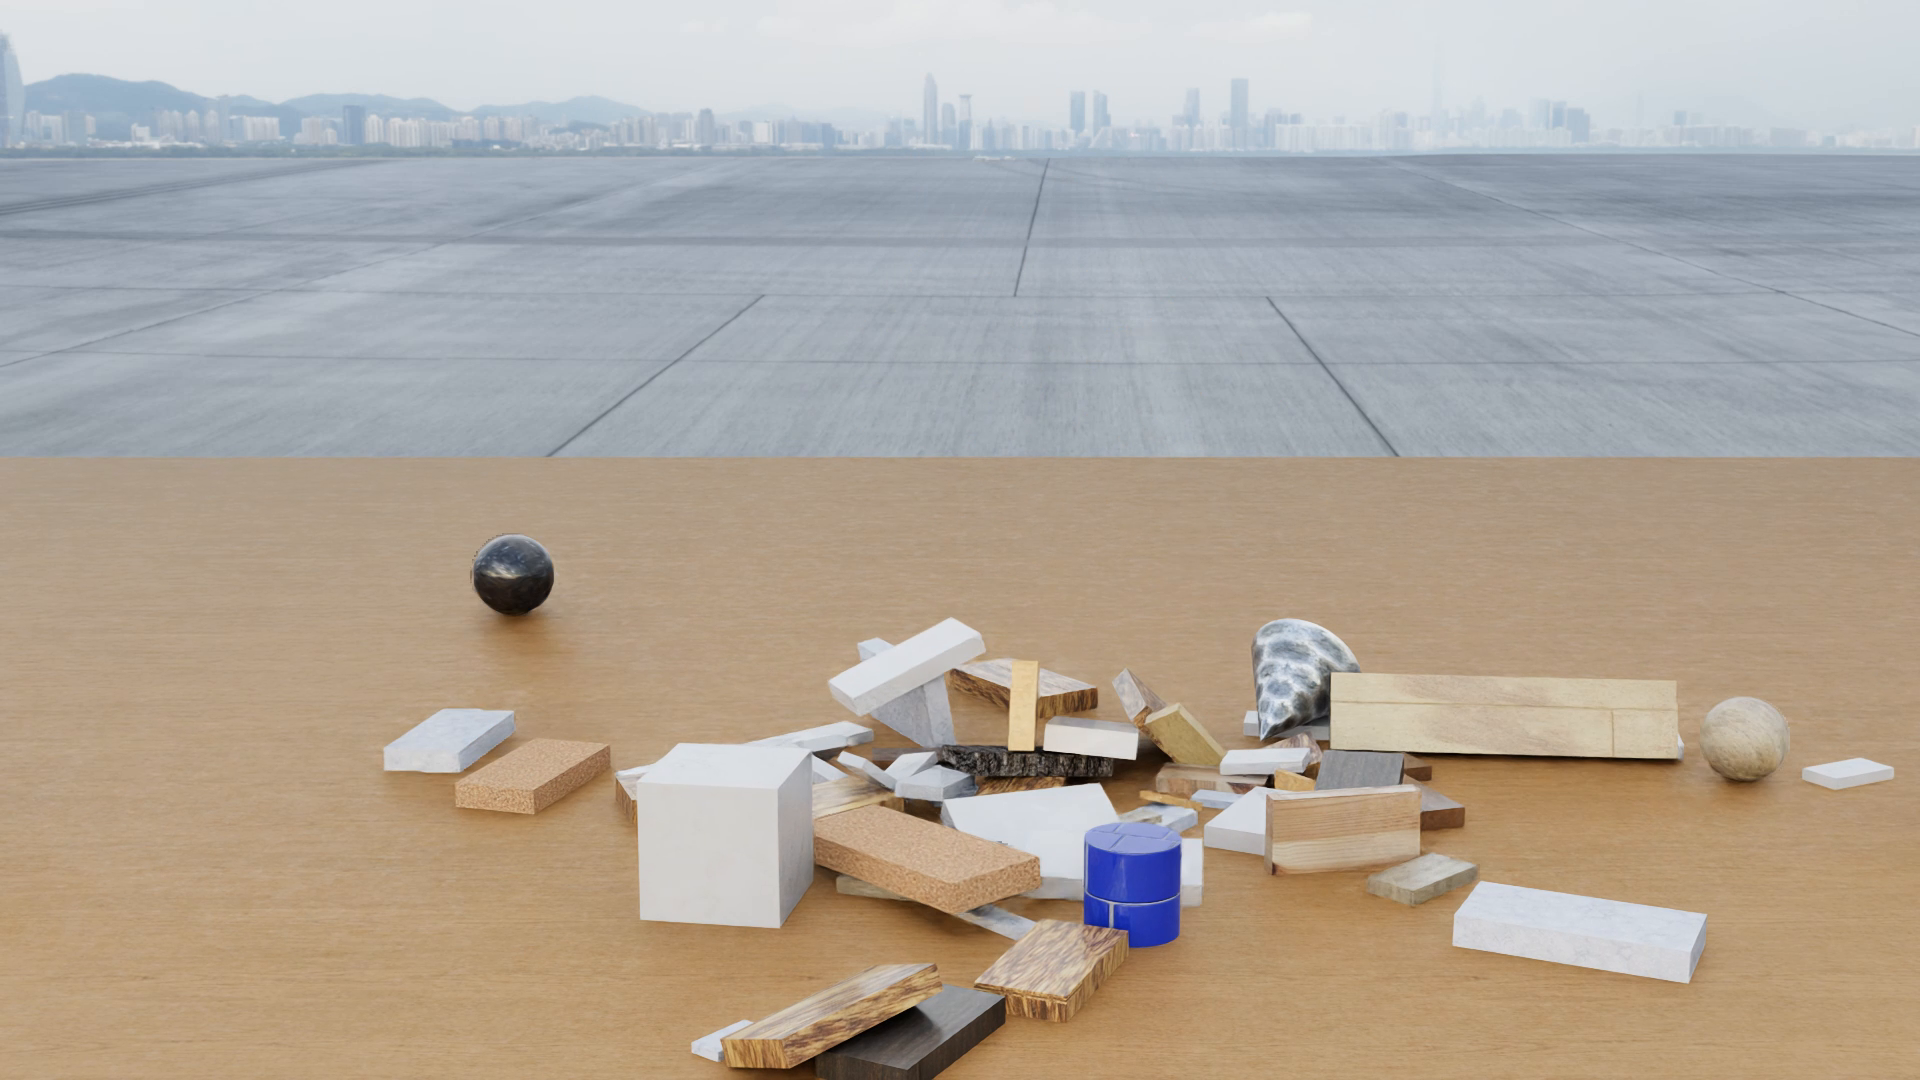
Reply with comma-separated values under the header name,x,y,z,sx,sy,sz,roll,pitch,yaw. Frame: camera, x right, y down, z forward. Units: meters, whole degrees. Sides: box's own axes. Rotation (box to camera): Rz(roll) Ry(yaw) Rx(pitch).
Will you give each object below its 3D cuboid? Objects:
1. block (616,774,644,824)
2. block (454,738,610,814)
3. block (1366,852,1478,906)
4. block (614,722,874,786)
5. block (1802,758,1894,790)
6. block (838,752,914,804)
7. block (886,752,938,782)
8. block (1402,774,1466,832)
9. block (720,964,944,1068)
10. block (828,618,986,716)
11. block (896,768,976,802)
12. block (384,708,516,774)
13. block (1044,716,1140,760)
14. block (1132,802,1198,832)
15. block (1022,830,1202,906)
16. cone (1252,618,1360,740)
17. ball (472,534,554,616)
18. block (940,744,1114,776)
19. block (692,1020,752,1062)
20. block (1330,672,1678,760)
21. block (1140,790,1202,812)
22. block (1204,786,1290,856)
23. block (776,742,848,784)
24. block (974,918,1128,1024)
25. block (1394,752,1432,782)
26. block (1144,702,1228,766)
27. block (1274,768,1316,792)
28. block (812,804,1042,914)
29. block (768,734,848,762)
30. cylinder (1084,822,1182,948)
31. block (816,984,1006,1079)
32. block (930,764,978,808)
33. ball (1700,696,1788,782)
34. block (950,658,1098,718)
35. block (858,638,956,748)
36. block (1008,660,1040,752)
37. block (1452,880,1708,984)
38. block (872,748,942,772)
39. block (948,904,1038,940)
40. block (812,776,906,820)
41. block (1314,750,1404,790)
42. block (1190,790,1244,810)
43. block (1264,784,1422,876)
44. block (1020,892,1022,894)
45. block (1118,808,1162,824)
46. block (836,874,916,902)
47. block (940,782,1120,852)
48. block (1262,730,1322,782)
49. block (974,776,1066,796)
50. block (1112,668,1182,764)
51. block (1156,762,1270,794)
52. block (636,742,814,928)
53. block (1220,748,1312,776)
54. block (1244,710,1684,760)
name,x,y,z,sx,sy,sz,roll,pitch,yaw
block,-0.474,0.475,4.160,0.327,0.046,0.163,-4,11,-19
block,-0.824,0.455,4.268,0.163,0.046,0.327,3,11,16
block,0.779,0.570,3.703,0.186,0.026,0.093,-10,14,-43
block,-0.426,0.436,4.429,0.574,0.026,0.091,-9,15,-41
block,1.743,0.458,4.316,0.161,0.023,0.081,-5,12,-27
block,-0.155,0.443,4.105,0.074,0.021,0.149,12,-22,49
block,-0.108,0.452,4.252,0.074,0.021,0.148,-8,15,27
block,0.817,0.486,4.122,0.134,0.038,0.268,-3,11,-18
block,-0.175,0.654,3.031,0.283,0.040,0.142,-17,2,-42
block,-0.108,0.256,4.473,0.295,0.042,0.148,-27,20,-17
block,-0.045,0.457,4.104,0.093,0.026,0.185,4,3,19
block,-1.045,0.410,4.517,0.157,0.044,0.314,2,11,9
block,0.266,0.391,4.364,0.177,0.050,0.354,5,-1,6
block,0.342,0.517,3.989,0.093,0.026,0.186,8,13,37
block,0.257,0.548,3.680,0.295,0.042,0.148,2,23,5
cone,0.672,0.338,4.566,0.250,0.250,0.250,7,39,32
ball,-1.172,0.091,5.776,0.212,0.212,0.212,0,11,0
block,0.130,0.428,4.261,0.298,0.042,0.149,4,0,-27
block,-0.318,0.696,3.058,0.052,0.015,0.103,8,13,38
block,1.100,0.358,4.471,0.687,0.157,0.044,1,-10,6
block,0.393,0.484,4.085,0.110,0.016,0.055,17,-7,-38
block,0.555,0.510,3.997,0.134,0.038,0.268,5,12,27
block,-0.286,0.439,4.241,0.148,0.021,0.074,29,13,13
block,0.140,0.640,3.287,0.142,0.040,0.283,4,11,22
block,0.808,0.454,4.320,0.208,0.029,0.104,-4,11,-19
block,0.443,0.389,4.292,0.081,0.161,0.023,-27,28,34
block,0.638,0.472,4.152,0.016,0.055,0.110,-7,13,-34
block,-0.081,0.527,3.673,0.177,0.050,0.472,-11,11,-35
block,-0.324,0.425,4.358,0.182,0.026,0.091,-7,-21,-34
cylinder,0.273,0.545,3.487,0.154,0.154,0.154,0,11,0
block,-0.065,0.686,3.043,0.142,0.040,0.284,6,12,28
block,-0.026,0.472,4.235,0.093,0.026,0.185,-3,11,-14
ball,1.533,0.389,4.300,0.165,0.165,0.165,0,11,0
block,0.140,0.330,4.937,0.168,0.048,0.336,-7,13,-33
block,-0.114,0.325,4.622,0.048,0.168,0.336,-16,16,-23
block,0.129,0.322,4.337,0.048,0.168,0.487,2,-3,3
block,0.967,0.609,3.432,0.354,0.050,0.177,5,12,26
block,-0.081,0.441,4.400,0.185,0.026,0.093,0,11,-1
block,0.060,0.609,3.526,0.052,0.015,0.214,-9,14,-40
block,-0.277,0.502,4.017,0.327,0.046,0.163,-9,14,-40
block,0.718,0.474,3.991,0.148,0.042,0.295,2,24,16
block,0.497,0.492,4.154,0.110,0.016,0.055,5,11,24
block,0.660,0.499,3.791,0.268,0.134,0.038,-2,11,-12
block,0.096,0.579,3.690,0.095,0.013,0.047,-4,11,-21
block,0.311,0.504,3.953,0.095,0.013,0.047,-7,13,-35
block,-0.102,0.572,3.673,0.186,0.026,0.093,2,10,24
block,0.131,0.505,3.854,0.298,0.042,0.149,-4,35,-20
block,0.660,0.434,4.331,0.104,0.029,0.208,-21,10,4
block,0.099,0.496,4.057,0.149,0.042,0.298,2,11,12
block,0.401,0.365,4.498,0.157,0.044,0.314,42,6,-9
block,0.491,0.466,4.257,0.208,0.029,0.104,3,11,15
block,-0.382,0.482,3.618,0.231,0.231,0.231,2,11,10
block,0.590,0.428,4.247,0.161,0.023,0.081,-4,12,22
block,1.040,0.406,4.585,0.887,0.028,0.098,2,11,12
